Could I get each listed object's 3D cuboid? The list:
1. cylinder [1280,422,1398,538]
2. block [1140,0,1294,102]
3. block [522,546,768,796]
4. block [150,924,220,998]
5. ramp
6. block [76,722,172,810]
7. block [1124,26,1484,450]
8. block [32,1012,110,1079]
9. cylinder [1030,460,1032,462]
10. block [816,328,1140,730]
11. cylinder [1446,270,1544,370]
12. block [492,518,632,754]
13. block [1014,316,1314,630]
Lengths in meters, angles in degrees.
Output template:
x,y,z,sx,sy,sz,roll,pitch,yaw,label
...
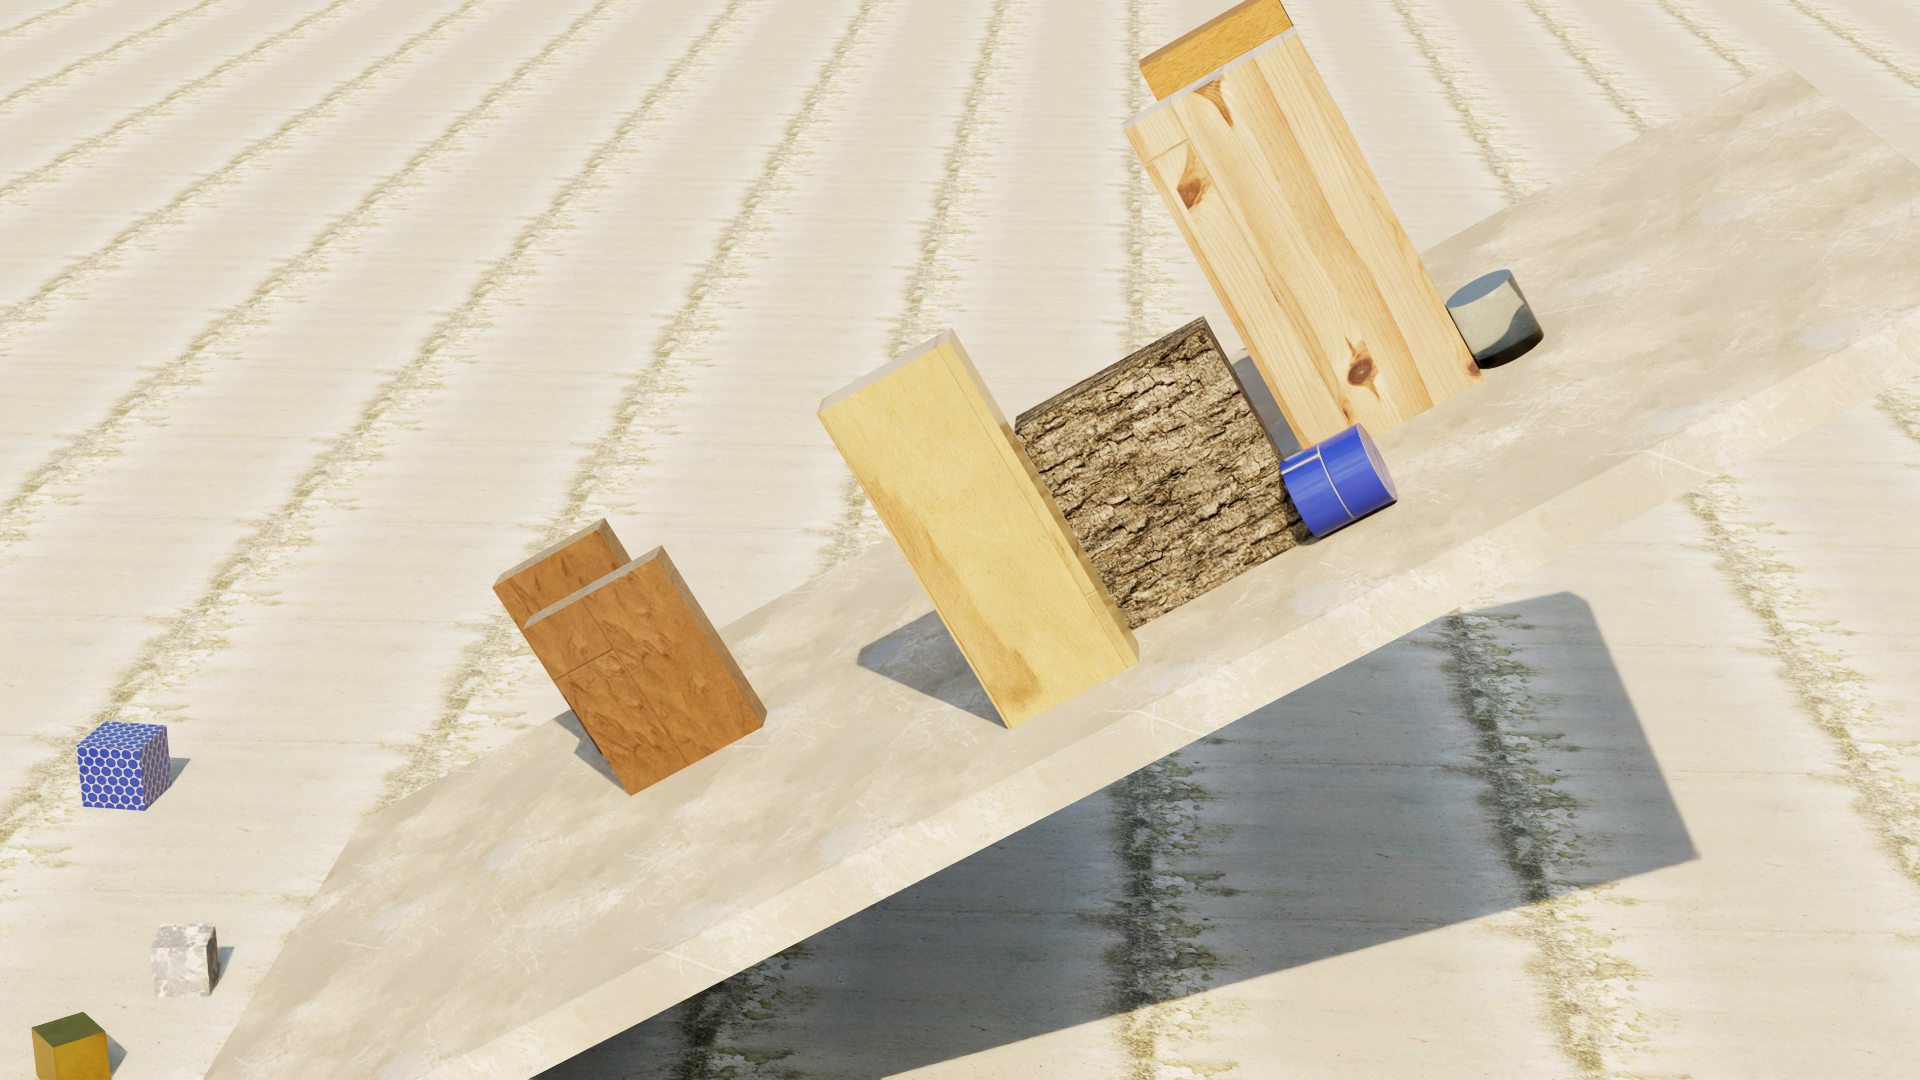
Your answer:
x,y,z,sx,sy,sz,roll,pitch,yaw,label
0.713,-0.112,5.537,0.163,0.163,0.163,-27,13,16,cylinder
0.744,-0.843,6.724,0.343,0.756,0.119,-28,15,12,block
-0.689,0.289,6.453,0.344,0.447,0.088,-28,15,12,block
-1.824,0.990,6.922,0.128,0.128,0.128,-1,18,-3,block
0.142,0.168,6.284,4.000,0.100,2.000,-28,15,12,ramp
-2.265,0.612,7.975,0.178,0.178,0.178,3,19,9,block
0.687,-0.577,5.869,0.383,0.795,0.097,-28,15,12,block
-1.964,1.135,6.498,0.121,0.121,0.121,-14,23,-37,block
0.289,-0.278,10.744,0.111,0.111,0.111,-7,19,-4,cylinder
0.039,-0.017,5.477,0.280,0.709,0.102,-28,15,12,block
1.081,-0.446,5.944,0.147,0.147,0.147,-29,14,8,cylinder
-0.839,0.226,6.904,0.293,0.477,0.094,-28,15,12,block
0.396,-0.125,5.622,0.409,0.459,0.104,-28,15,12,block
